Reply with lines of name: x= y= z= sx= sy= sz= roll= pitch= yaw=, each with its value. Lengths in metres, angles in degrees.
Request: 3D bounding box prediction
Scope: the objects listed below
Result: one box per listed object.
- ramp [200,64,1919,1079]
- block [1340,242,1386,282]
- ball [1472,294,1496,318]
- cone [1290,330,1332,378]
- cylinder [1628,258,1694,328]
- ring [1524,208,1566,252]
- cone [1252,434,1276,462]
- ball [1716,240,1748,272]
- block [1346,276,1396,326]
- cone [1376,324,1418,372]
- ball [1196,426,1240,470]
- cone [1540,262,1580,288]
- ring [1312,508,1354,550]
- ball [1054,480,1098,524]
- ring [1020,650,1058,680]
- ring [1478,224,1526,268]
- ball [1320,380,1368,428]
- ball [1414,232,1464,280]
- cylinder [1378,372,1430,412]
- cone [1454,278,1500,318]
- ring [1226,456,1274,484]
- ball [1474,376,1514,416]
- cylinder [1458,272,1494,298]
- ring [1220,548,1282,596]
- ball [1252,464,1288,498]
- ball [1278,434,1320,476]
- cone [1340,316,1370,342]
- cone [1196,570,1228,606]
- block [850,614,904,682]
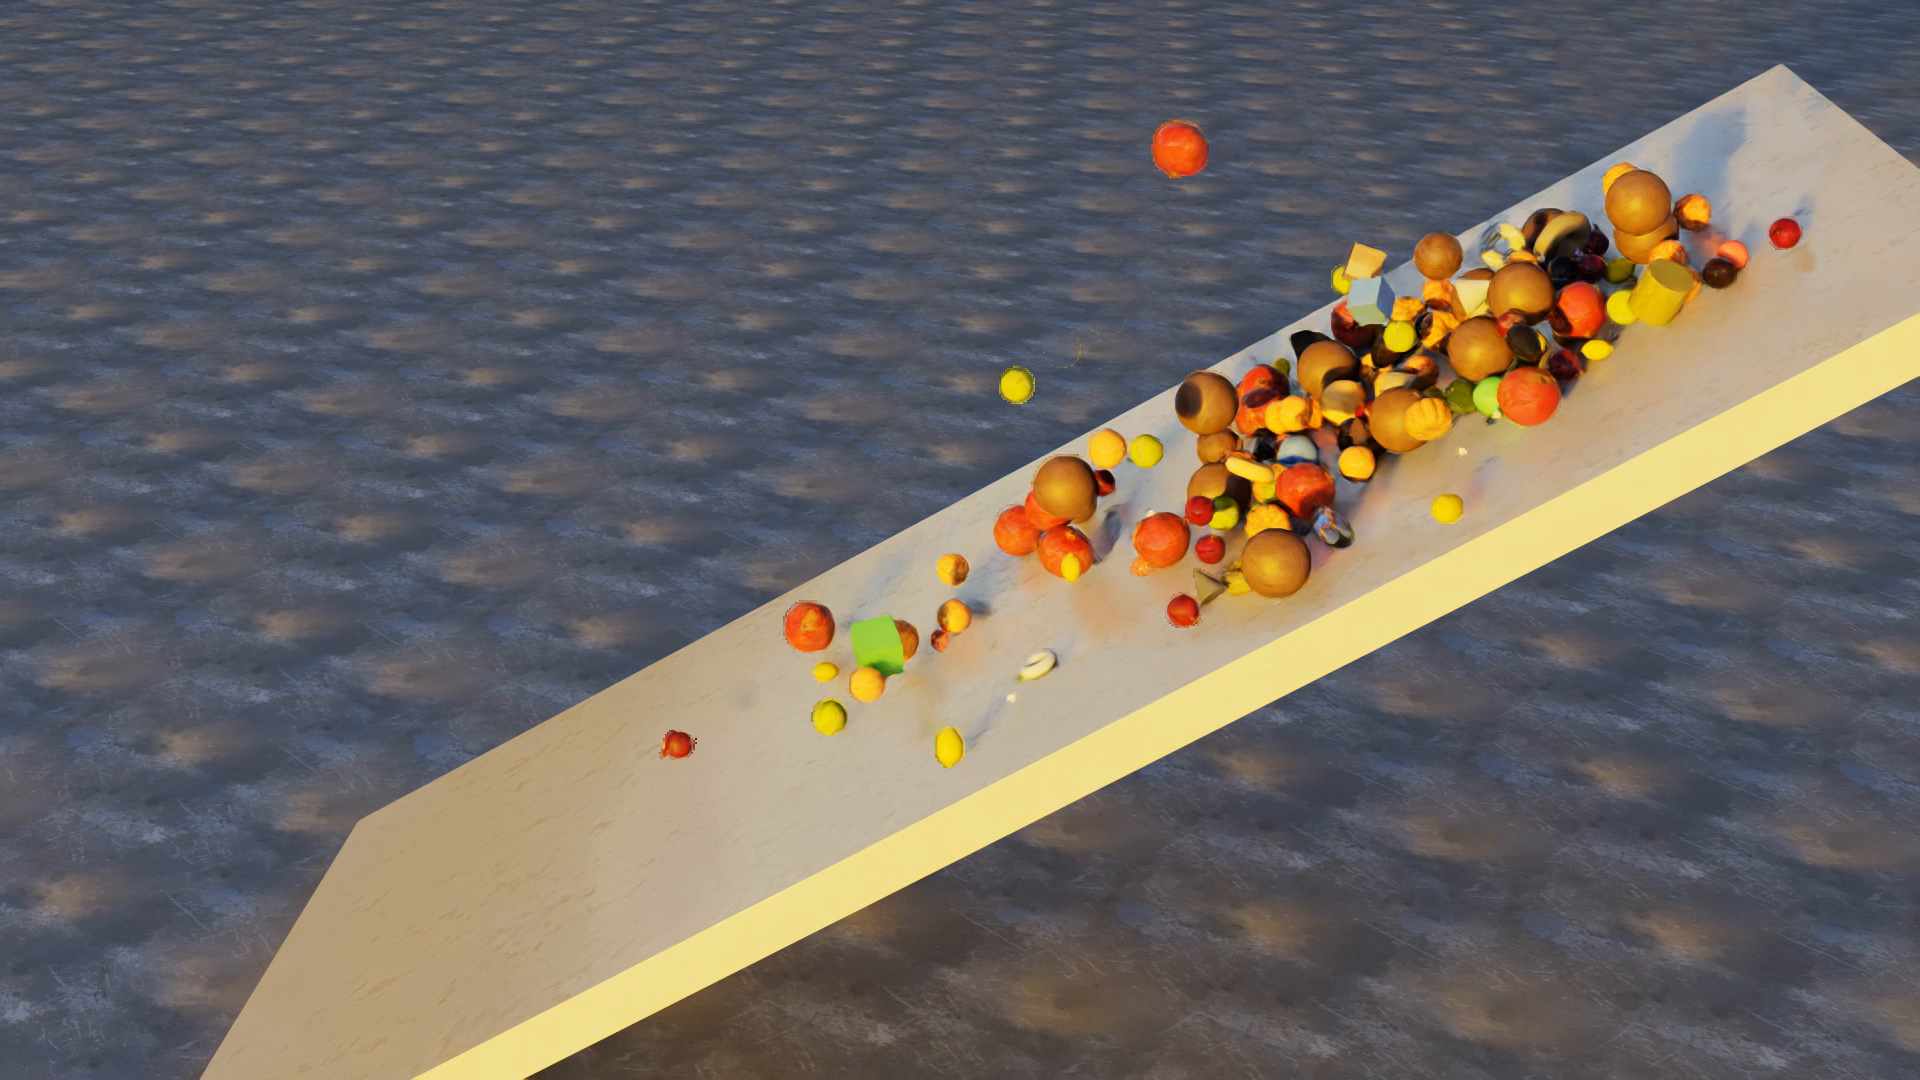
ramp: x=0.142 y=0.168 z=6.284 sx=4.000 sy=0.100 sz=2.000 roll=-28 pitch=15 yaw=12
block: x=0.905 y=-0.614 z=6.601 sx=0.074 sy=0.074 sz=0.074 roll=20 pitch=-5 yaw=2
ball: x=1.053 y=-0.482 z=5.954 sx=0.062 sy=0.062 sz=0.062 roll=0 pitch=18 yaw=0
cone: x=0.757 y=-0.391 z=6.390 sx=0.093 sy=0.093 sz=0.093 roll=10 pitch=-25 yaw=4
cylinder: x=1.319 y=-0.465 z=5.542 sx=0.091 sy=0.091 sz=0.091 roll=12 pitch=44 yaw=-12
ring: x=1.276 y=-0.667 z=6.372 sx=0.109 sy=0.109 sz=0.036 roll=5 pitch=14 yaw=15
cone: x=0.630 y=-0.200 z=6.163 sx=0.054 sy=0.054 sz=0.054 roll=-15 pitch=24 yaw=7
ball: x=1.485 y=-0.547 z=5.656 sx=0.060 sy=0.060 sz=0.060 roll=0 pitch=18 yaw=0
block: x=0.854 y=-0.496 z=6.113 sx=0.069 sy=0.069 sz=0.069 roll=-4 pitch=-31 yaw=35
cone: x=0.917 y=-0.432 z=6.323 sx=0.098 sy=0.098 sz=0.098 roll=-33 pitch=14 yaw=9
ball: x=0.553 y=-0.198 z=6.292 sx=0.096 sy=0.096 sz=0.096 roll=0 pitch=18 yaw=0
cone: x=1.275 y=-0.566 z=6.195 sx=0.075 sy=0.075 sz=0.075 roll=10 pitch=20 yaw=40
ring: x=0.684 y=-0.019 z=5.379 sx=0.093 sy=0.031 sz=0.093 roll=30 pitch=33 yaw=-22
ball: x=0.257 y=-0.084 z=6.502 sx=0.095 sy=0.095 sz=0.095 roll=0 pitch=18 yaw=0
ring: x=0.154 y=0.244 z=5.746 sx=0.081 sy=0.027 sz=0.081 roll=-29 pitch=15 yaw=9
ring: x=1.124 y=-0.610 z=6.095 sx=0.098 sy=0.098 sz=0.033 roll=1 pitch=29 yaw=4
ball: x=0.793 y=-0.283 z=6.086 sx=0.098 sy=0.098 sz=0.098 roll=0 pitch=18 yaw=0
ball: x=0.952 y=-0.566 z=5.853 sx=0.097 sy=0.097 sz=0.097 roll=0 pitch=18 yaw=0
cylinder: x=0.897 y=-0.299 z=5.940 sx=0.074 sy=0.074 sz=0.074 roll=-16 pitch=21 yaw=-40
cone: x=1.029 y=-0.493 z=5.794 sx=0.085 sy=0.085 sz=0.085 roll=-22 pitch=13 yaw=17
ring: x=0.548 y=-0.133 z=5.548 sx=0.096 sy=0.032 sz=0.096 roll=18 pitch=8 yaw=-3
ball: x=1.023 y=-0.275 z=5.639 sx=0.077 sy=0.077 sz=0.077 roll=0 pitch=18 yaw=0
cylinder: x=1.099 y=-0.530 z=6.247 sx=0.059 sy=0.059 sz=0.059 roll=23 pitch=19 yaw=-3
ring: x=0.549 y=0.060 z=5.540 sx=0.128 sy=0.043 sz=0.128 roll=-28 pitch=14 yaw=8
ball: x=0.624 y=-0.119 z=5.927 sx=0.072 sy=0.072 sz=0.072 roll=0 pitch=18 yaw=0
ball: x=0.686 y=-0.171 z=5.951 sx=0.085 sy=0.085 sz=0.085 roll=0 pitch=18 yaw=0
cone: x=0.888 y=-0.466 z=6.649 sx=0.067 sy=0.067 sz=0.067 roll=-1 pitch=-16 yaw=-3
cone: x=0.458 y=0.080 z=5.501 sx=0.062 sy=0.062 sz=0.062 roll=-20 pitch=69 yaw=-46
block: x=-0.170 y=0.223 z=6.057 sx=0.087 sy=0.087 sz=0.087 roll=-13 pitch=46 yaw=-10
